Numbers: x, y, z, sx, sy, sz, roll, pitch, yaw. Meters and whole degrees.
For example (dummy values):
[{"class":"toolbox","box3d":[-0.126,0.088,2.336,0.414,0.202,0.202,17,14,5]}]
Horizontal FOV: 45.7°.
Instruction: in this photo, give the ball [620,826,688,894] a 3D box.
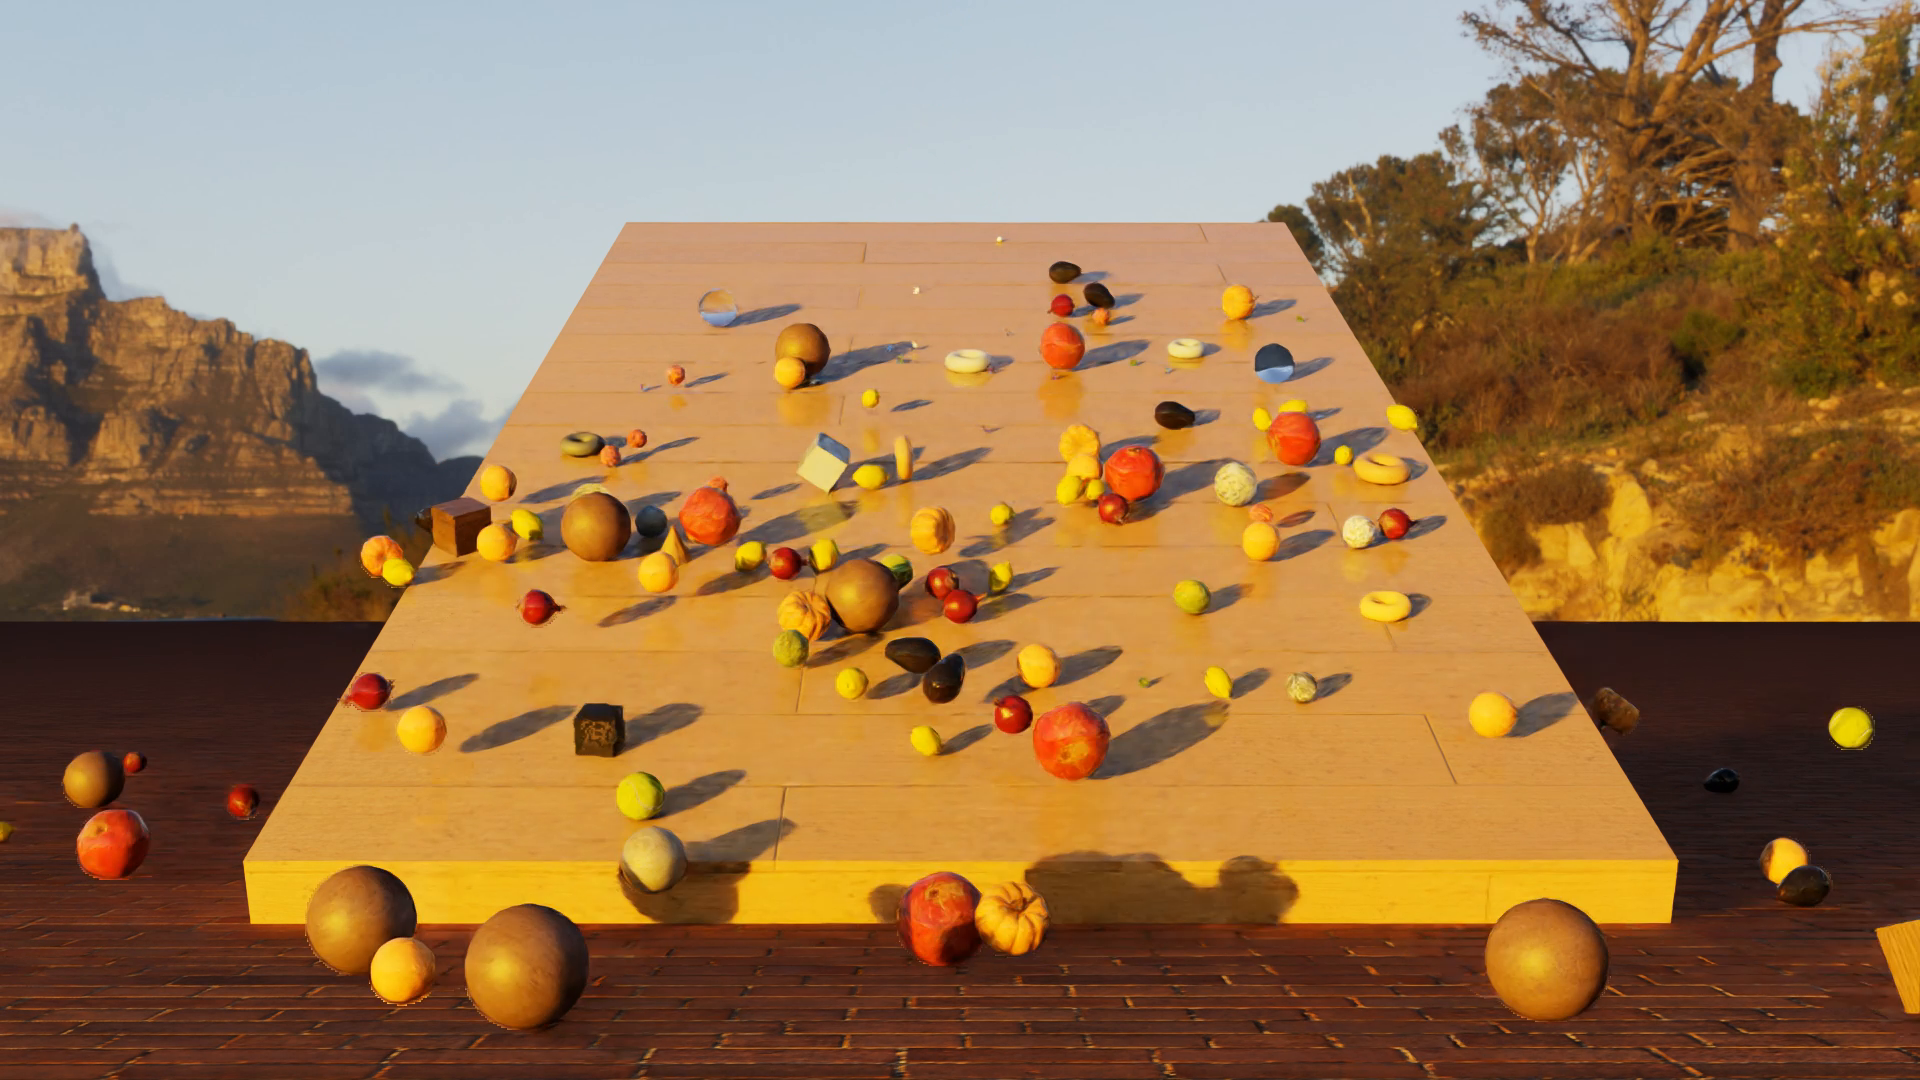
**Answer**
[{"class":"ball","box3d":[-0.415,0.433,3.084,0.090,0.090,0.090,0,-2,0]}]

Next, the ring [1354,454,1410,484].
[{"class":"ring","box3d":[0.869,-0.147,4.695,0.117,0.039,0.117,4,22,-1]}]

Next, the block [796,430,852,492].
[{"class":"block","box3d":[-0.276,-0.159,4.619,0.075,0.075,0.075,33,23,-12]}]

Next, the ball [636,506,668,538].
[{"class":"ball","box3d":[-0.592,-0.035,4.361,0.061,0.061,0.061,0,-2,0]}]

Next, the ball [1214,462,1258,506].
[{"class":"ball","box3d":[0.549,-0.111,4.530,0.088,0.088,0.088,0,-2,0]}]

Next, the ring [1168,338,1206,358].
[{"class":"ring","box3d":[0.553,-0.468,5.555,0.094,0.031,0.094,0,22,0]}]

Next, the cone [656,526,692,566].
[{"class":"cone","box3d":[-0.535,0.003,4.249,0.068,0.068,0.068,0,21,0]}]

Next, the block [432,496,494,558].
[{"class":"block","box3d":[-0.941,-0.026,4.307,0.080,0.080,0.080,-18,27,-40]}]

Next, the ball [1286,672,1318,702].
[{"class":"ball","box3d":[0.549,0.237,3.661,0.050,0.050,0.050,0,-2,0]}]

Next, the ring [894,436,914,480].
[{"class":"ring","box3d":[-0.114,-0.168,4.658,0.031,0.094,0.094,-6,-2,1]}]

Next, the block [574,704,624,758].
[{"class":"block","box3d":[-0.554,0.292,3.496,0.060,0.060,0.060,3,21,9]}]

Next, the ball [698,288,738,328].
[{"class":"ball","box3d":[-0.612,-0.589,5.774,0.099,0.099,0.099,0,-2,0]}]

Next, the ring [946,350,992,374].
[{"class":"ring","box3d":[0.019,-0.427,5.436,0.111,0.037,0.111,-1,21,0]}]

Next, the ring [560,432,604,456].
[{"class":"ring","box3d":[-0.805,-0.204,4.850,0.094,0.031,0.094,0,22,0]}]

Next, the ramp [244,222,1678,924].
[{"class":"ramp","box3d":[-0.005,-0.212,5.061,2.000,0.100,4.000,0,21,0]}]

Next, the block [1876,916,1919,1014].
[{"class":"block","box3d":[1.004,0.421,2.306,0.090,0.090,0.090,-14,-14,-6]}]

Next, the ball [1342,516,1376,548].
[{"class":"ball","box3d":[0.756,-0.015,4.312,0.063,0.063,0.063,0,-2,0]}]

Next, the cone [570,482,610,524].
[{"class":"cone","box3d":[-0.710,-0.066,4.475,0.083,0.083,0.083,0,-7,13]}]

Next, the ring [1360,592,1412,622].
[{"class":"ring","box3d":[0.750,0.116,4.009,0.092,0.031,0.092,-3,22,1]}]
